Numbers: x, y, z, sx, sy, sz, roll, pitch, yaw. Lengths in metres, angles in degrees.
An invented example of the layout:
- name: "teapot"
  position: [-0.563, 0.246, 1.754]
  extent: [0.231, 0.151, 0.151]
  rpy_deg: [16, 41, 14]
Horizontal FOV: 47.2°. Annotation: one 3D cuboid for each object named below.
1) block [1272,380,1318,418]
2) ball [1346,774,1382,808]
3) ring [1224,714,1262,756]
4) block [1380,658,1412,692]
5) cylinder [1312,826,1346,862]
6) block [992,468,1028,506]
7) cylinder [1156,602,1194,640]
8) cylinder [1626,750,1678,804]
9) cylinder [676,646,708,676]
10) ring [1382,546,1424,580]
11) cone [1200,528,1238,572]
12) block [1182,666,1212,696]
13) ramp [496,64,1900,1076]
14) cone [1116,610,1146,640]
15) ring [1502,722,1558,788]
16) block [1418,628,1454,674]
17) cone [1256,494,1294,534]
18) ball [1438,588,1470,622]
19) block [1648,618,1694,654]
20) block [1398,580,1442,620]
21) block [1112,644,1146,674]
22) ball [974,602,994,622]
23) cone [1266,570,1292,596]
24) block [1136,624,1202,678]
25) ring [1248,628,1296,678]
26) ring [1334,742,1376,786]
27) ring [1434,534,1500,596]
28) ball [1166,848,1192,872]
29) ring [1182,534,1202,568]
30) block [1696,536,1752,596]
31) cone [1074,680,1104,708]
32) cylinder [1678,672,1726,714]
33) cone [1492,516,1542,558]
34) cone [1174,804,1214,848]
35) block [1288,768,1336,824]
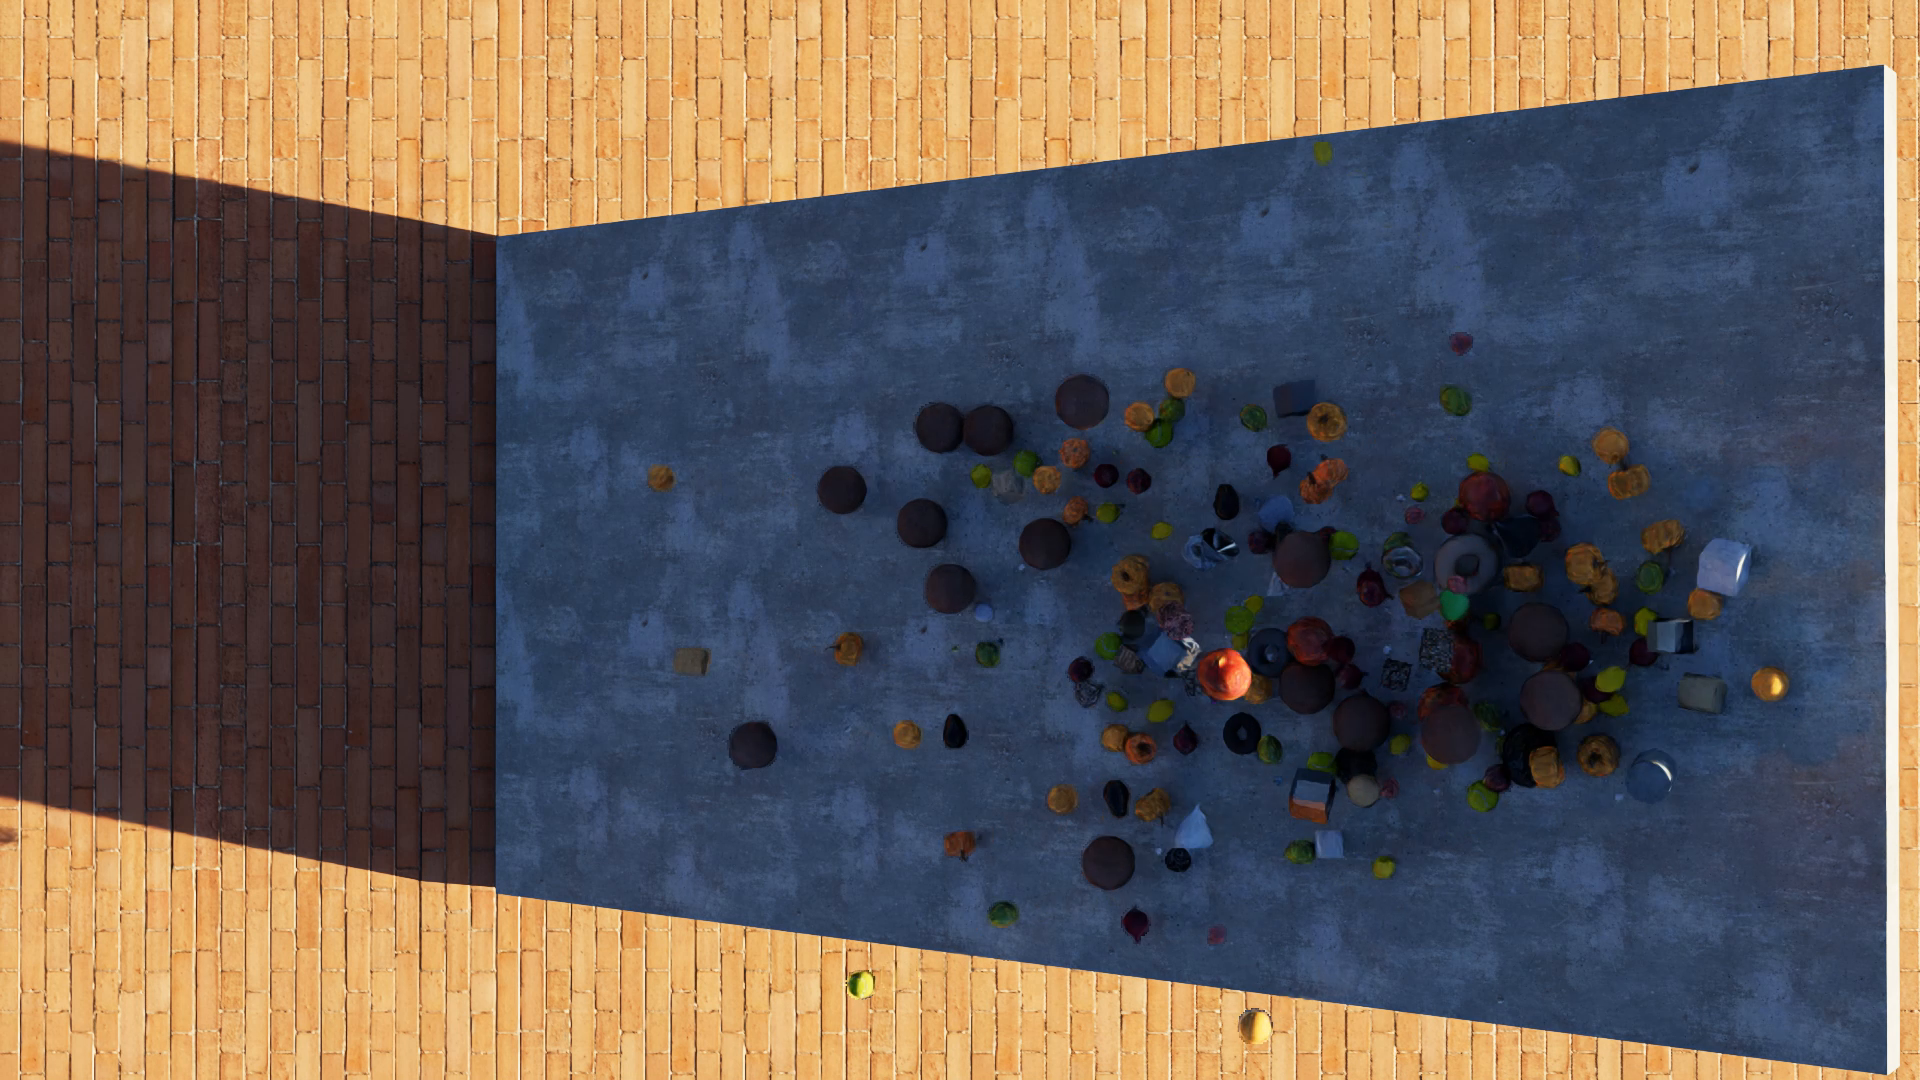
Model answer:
- name: "block"
  position: [0.772, -0.324, 5.059]
  extent: [0.070, 0.070, 0.070]
  rpy_deg: [-6, 83, -27]
- name: "ball"
  position: [0.901, 0.559, 4.903]
  extent: [0.075, 0.075, 0.075]
  rpy_deg: [0, 90, 0]
- name: "ring"
  position: [0.664, 0.456, 5.170]
  extent: [0.100, 0.033, 0.100]
  rpy_deg: [1, 91, 39]
- name: "block"
  position: [0.971, 0.302, 4.903]
  extent: [0.056, 0.056, 0.056]
  rpy_deg: [14, 101, 16]
- name: "cylinder"
  position: [0.842, 0.694, 5.017]
  extent: [0.063, 0.063, 0.063]
  rpy_deg: [-15, 64, 0]
- name: "block"
  position: [0.116, -0.124, 5.183]
  extent: [0.058, 0.058, 0.058]
  rpy_deg: [-20, 57, 27]
- name: "cylinder"
  position: [0.508, 0.189, 5.184]
  extent: [0.071, 0.071, 0.071]
  rpy_deg: [-3, 109, -9]
- name: "cylinder"
  position: [1.423, 0.486, 4.527]
  extent: [0.090, 0.090, 0.090]
  rpy_deg: [6, 105, 25]
- name: "cylinder"
  position: [-0.728, 0.330, 5.978]
  extent: [0.071, 0.071, 0.071]
  rpy_deg: [7, 90, 8]
- name: "ring"
  position: [0.960, 0.049, 4.769]
  extent: [0.091, 0.091, 0.030]
  rpy_deg: [23, 51, 0]
- name: "cone"
  position: [0.592, 0.042, 5.196]
  extent: [0.098, 0.098, 0.098]
  rpy_deg: [29, 122, 0]
- name: "block"
  position: [0.536, 0.320, 4.977]
  extent: [0.055, 0.055, 0.055]
  rpy_deg: [-16, 83, 1]
- name: "ramp"
  position: [0.239, 0.066, 5.561]
  extent: [4.000, 0.100, 2.000]
  rpy_deg: [0, 89, 36]
- name: "cone"
  position: [0.400, 0.206, 5.337]
  extent: [0.074, 0.074, 0.074]
  rpy_deg: [0, 89, 36]
- name: "ring"
  position: [1.221, 0.461, 4.712]
  extent: [0.139, 0.046, 0.139]
  rpy_deg: [0, 89, -26]
- name: "block"
  position: [1.017, 0.235, 4.693]
  extent: [0.064, 0.064, 0.064]
  rpy_deg: [7, 130, 8]
- name: "cone"
  position: [0.711, -0.061, 5.102]
  extent: [0.094, 0.094, 0.094]
  rpy_deg: [0, 89, 36]
- name: "ball"
  position: [1.070, 0.140, 4.768]
  extent: [0.072, 0.072, 0.072]
  rpy_deg: [0, 90, 0]
- name: "block"
  position: [1.471, 0.199, 4.553]
  extent: [0.065, 0.065, 0.065]
  rpy_deg: [-5, 96, -40]
- name: "block"
  position: [0.984, 0.127, 4.705]
  extent: [0.058, 0.058, 0.058]
  rpy_deg: [-27, 106, -12]
- name: "block"
  position: [0.416, 0.290, 5.337]
  extent: [0.055, 0.055, 0.055]
  rpy_deg: [30, 106, 32]
- name: "ball"
  position: [0.060, 0.185, 5.597]
  extent: [0.052, 0.052, 0.052]
  rpy_deg: [0, 90, 0]
- name: "cone"
  position: [0.733, 0.095, 5.077]
  extent: [0.060, 0.060, 0.060]
  rpy_deg: [-8, 96, 0]
- name: "block"
  position: [0.500, 0.265, 5.253]
  extent: [0.092, 0.092, 0.092]
  rpy_deg: [45, 114, 27]
- name: "ring"
  position: [0.726, 0.264, 5.123]
  extent: [0.120, 0.040, 0.120]
  rpy_deg: [1, 91, 37]
- name: "ring"
  position: [0.898, 0.512, 4.997]
  extent: [0.105, 0.035, 0.105]
  rpy_deg: [-6, 81, 41]
- name: "ring"
  position: [1.107, 0.054, 4.804]
  extent: [0.148, 0.049, 0.148]
  rpy_deg: [-1, 109, -3]
- name: "ball"
  position: [0.522, 0.765, 5.253]
  extent: [0.061, 0.061, 0.061]
  rpy_deg: [0, 90, 0]
- name: "ring"
  position: [0.568, 0.027, 5.245]
  extent: [0.085, 0.028, 0.085]
  rpy_deg: [1, 91, 34]
- name: "block"
  position: [1.557, 0.054, 4.481]
  extent: [0.079, 0.079, 0.079]
  rpy_deg: [17, 128, 33]
- name: "cone"
  position: [0.330, 0.365, 5.345]
  extent: [0.073, 0.073, 0.073]
  rpy_deg: [-20, 89, -43]
- name: "cylinder"
  position: [1.526, 0.316, 4.523]
  extent: [0.074, 0.074, 0.074]
  rpy_deg: [9, 89, 35]
- name: "cone"
  position: [1.168, -0.024, 4.692]
  extent: [0.098, 0.098, 0.098]
  rpy_deg: [27, 90, -29]
- name: "cone"
  position: [0.550, 0.656, 5.140]
  extent: [0.094, 0.094, 0.094]
  rpy_deg: [3, 113, 0]
- name: "block"
  position: [0.782, 0.567, 4.883]
  extent: [0.082, 0.082, 0.082]
  rpy_deg: [9, 52, 20]
